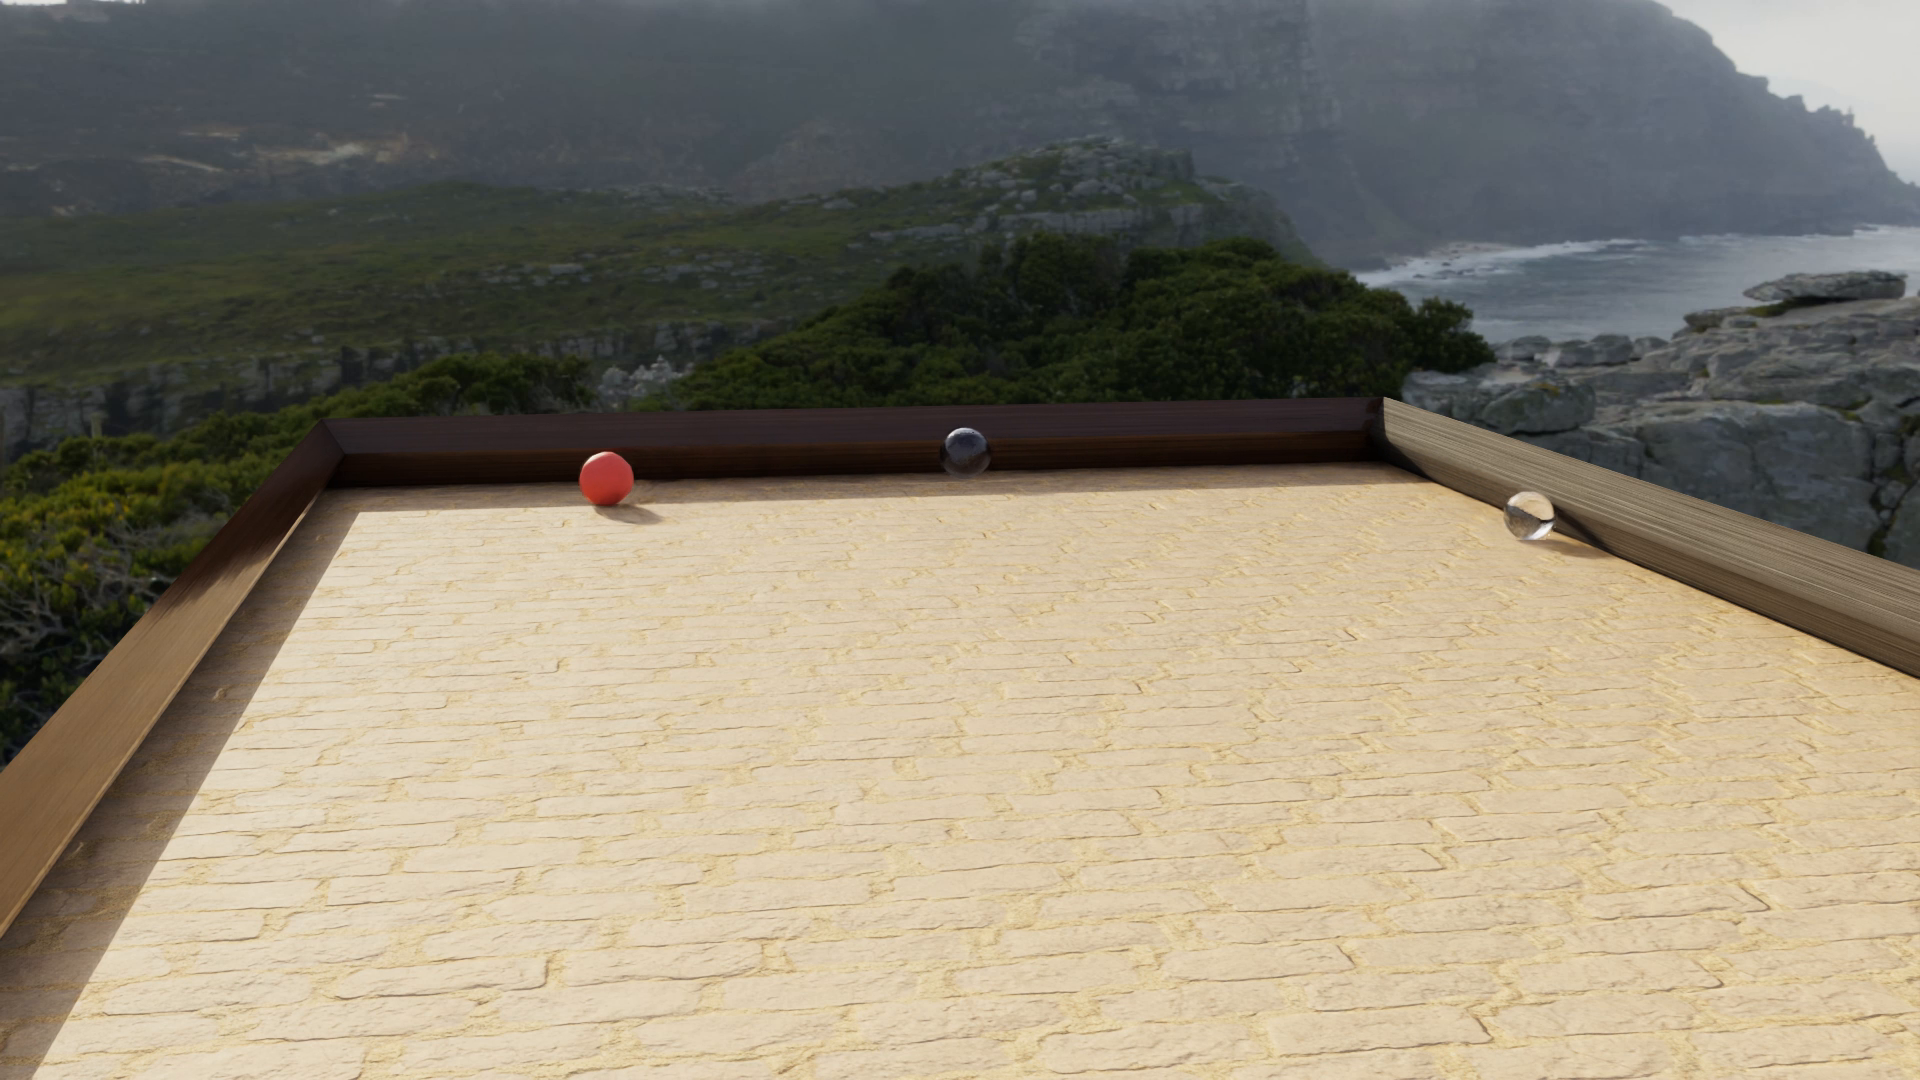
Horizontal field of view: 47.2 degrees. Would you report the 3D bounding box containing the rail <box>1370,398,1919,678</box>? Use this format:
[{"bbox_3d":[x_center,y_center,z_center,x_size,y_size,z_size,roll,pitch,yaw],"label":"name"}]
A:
[{"bbox_3d":[1.133,0.126,2.449,0.045,0.125,3.849,-2,11,-10],"label":"rail"}]

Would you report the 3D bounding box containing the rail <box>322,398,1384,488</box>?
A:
[{"bbox_3d":[-0.158,-0.184,4.128,2.017,0.125,0.045,-2,11,-10],"label":"rail"}]

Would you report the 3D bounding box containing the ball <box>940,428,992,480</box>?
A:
[{"bbox_3d":[0.010,-0.161,4.091,0.096,0.096,0.096,0,10,0],"label":"ball"}]

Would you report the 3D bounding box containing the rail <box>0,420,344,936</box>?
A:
[{"bbox_3d":[-0.809,0.186,2.123,0.045,0.125,3.849,-2,11,-10],"label":"rail"}]

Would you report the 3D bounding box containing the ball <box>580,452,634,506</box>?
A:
[{"bbox_3d":[-0.611,-0.106,3.803,0.092,0.092,0.092,0,10,0],"label":"ball"}]

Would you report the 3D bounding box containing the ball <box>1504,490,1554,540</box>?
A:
[{"bbox_3d":[0.899,-0.039,3.473,0.079,0.079,0.079,0,10,0],"label":"ball"}]
